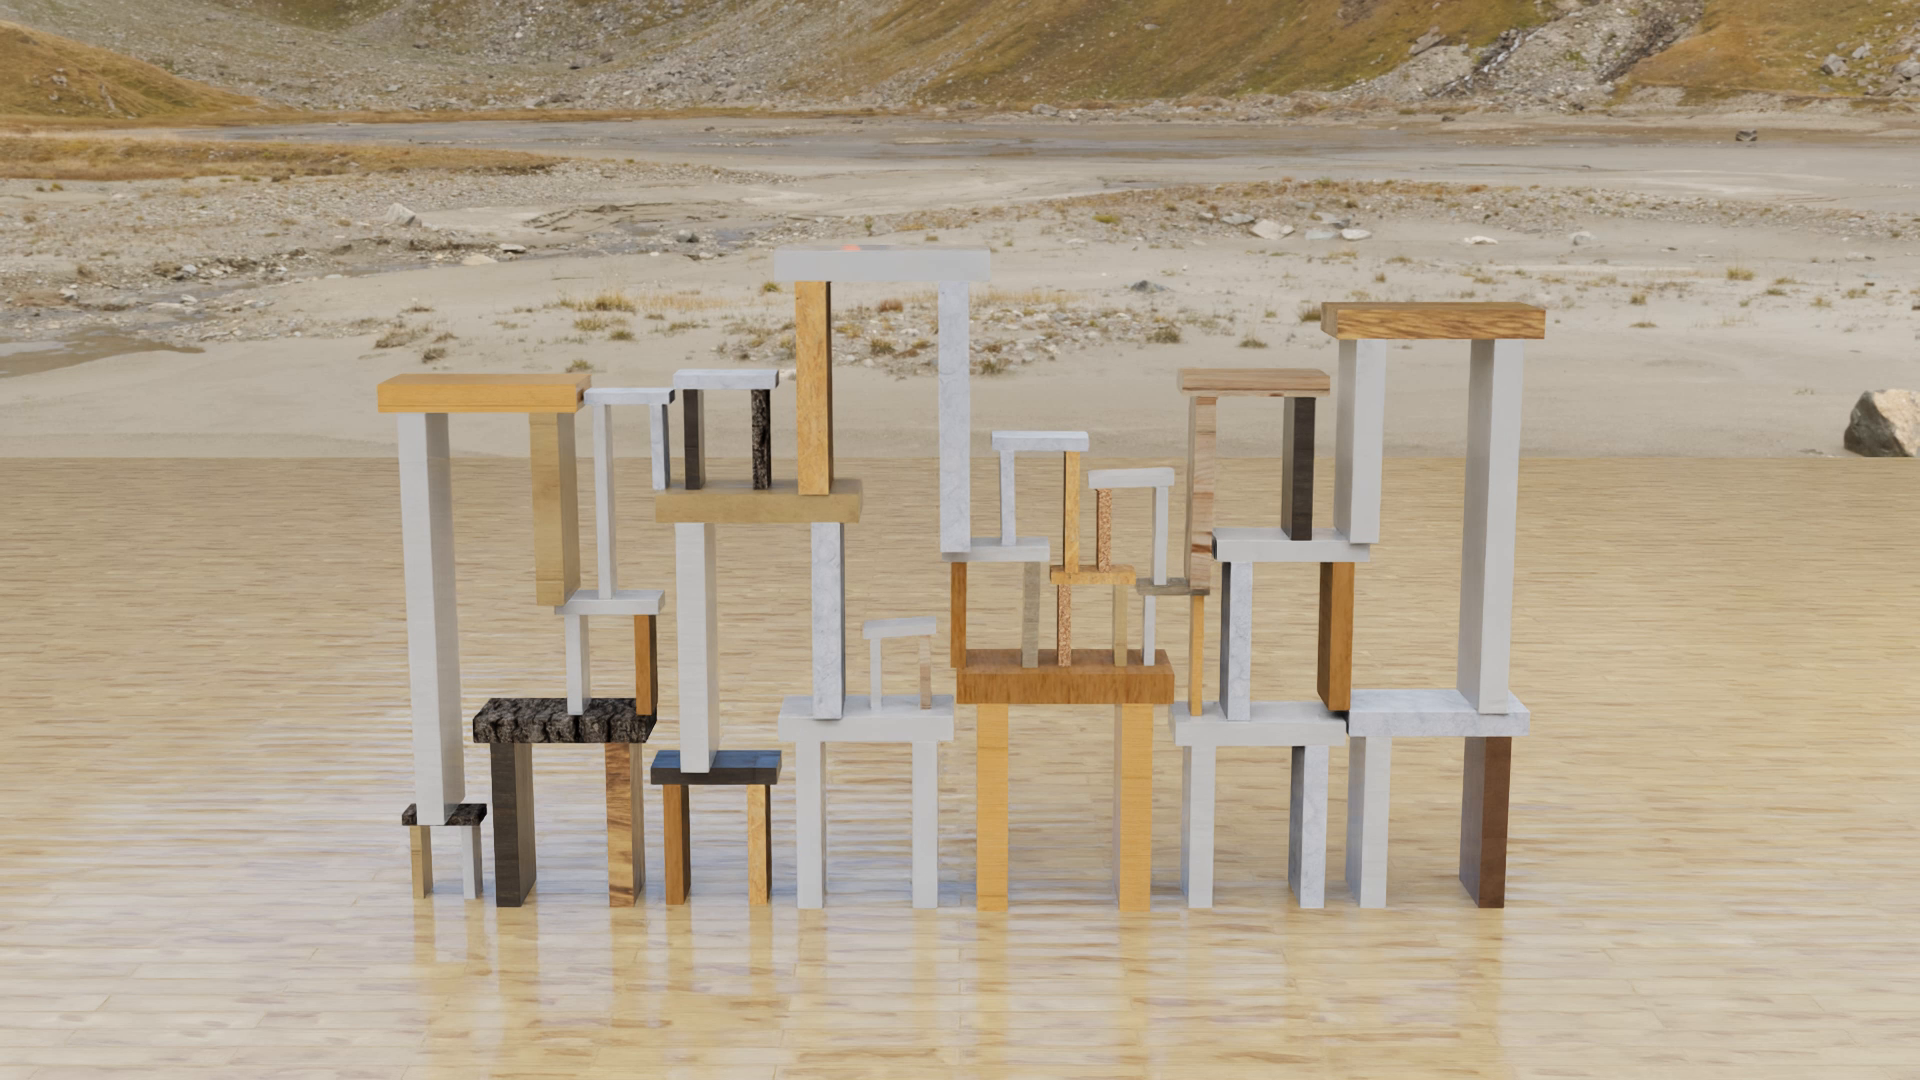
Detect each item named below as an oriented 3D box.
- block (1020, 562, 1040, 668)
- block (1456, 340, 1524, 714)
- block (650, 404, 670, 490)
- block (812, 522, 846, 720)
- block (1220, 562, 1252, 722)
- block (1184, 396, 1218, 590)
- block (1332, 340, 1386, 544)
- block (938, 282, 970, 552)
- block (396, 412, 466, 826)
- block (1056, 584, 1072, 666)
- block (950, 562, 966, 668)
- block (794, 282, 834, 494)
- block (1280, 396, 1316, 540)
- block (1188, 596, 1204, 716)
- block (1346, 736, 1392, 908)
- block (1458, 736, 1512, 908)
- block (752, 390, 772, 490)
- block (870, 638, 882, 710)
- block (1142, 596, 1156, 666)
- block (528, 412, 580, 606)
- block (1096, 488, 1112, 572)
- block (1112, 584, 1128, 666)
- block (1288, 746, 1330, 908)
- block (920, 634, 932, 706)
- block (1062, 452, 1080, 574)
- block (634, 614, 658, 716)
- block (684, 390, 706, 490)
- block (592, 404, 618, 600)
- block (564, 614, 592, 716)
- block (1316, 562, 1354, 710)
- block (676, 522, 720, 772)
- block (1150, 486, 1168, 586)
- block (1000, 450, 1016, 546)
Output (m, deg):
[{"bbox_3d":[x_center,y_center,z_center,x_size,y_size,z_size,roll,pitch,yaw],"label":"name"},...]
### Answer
[{"bbox_3d":[0.115,0.113,3.582,0.025,0.174,0.087,1,11,0],"label":"block"},{"bbox_3d":[0.855,-0.032,3.554,0.046,0.601,0.161,0,11,0],"label":"block"},{"bbox_3d":[-0.481,-0.154,3.530,0.019,0.136,0.068,-1,10,0],"label":"block"},{"bbox_3d":[-0.213,0.115,3.579,0.045,0.320,0.160,0,11,-1],"label":"block"},{"bbox_3d":[0.450,0.153,3.587,0.035,0.262,0.122,0,11,0],"label":"block"},{"bbox_3d":[0.387,-0.084,3.543,0.033,0.310,0.115,1,12,0],"label":"block"},{"bbox_3d":[0.640,-0.168,3.528,0.046,0.322,0.161,0,11,0],"label":"block"},{"bbox_3d":[-0.008,-0.206,3.520,0.047,0.426,0.167,0,11,0],"label":"block"},{"bbox_3d":[-0.859,0.117,3.578,0.044,0.673,0.155,0,11,0],"label":"block"},{"bbox_3d":[0.169,0.132,3.585,0.019,0.136,0.068,0,11,0],"label":"block"},{"bbox_3d":[-0.002,0.113,3.581,0.025,0.174,0.087,0,11,0],"label":"block"},{"bbox_3d":[-0.232,-0.251,3.509,0.047,0.334,0.167,0,11,-1],"label":"block"},{"bbox_3d":[0.543,-0.122,3.532,0.033,0.230,0.115,0,11,0],"label":"block"},{"bbox_3d":[0.386,0.183,3.594,0.016,0.200,0.058,0,10,0],"label":"block"},{"bbox_3d":[0.676,0.447,3.645,0.041,0.291,0.145,0,10,0],"label":"block"},{"bbox_3d":[0.870,0.447,3.645,0.041,0.291,0.145,0,11,0],"label":"block"},{"bbox_3d":[-0.318,-0.166,3.528,0.023,0.161,0.081,0,11,0],"label":"block"},{"bbox_3d":[-0.137,0.212,3.603,0.017,0.119,0.059,0,12,0],"label":"block"},{"bbox_3d":[0.307,0.142,3.586,0.016,0.116,0.058,0,11,0],"label":"block"},{"bbox_3d":[-0.652,-0.062,3.547,0.044,0.310,0.155,0,11,0],"label":"block"},{"bbox_3d":[0.232,-0.021,3.556,0.019,0.137,0.068,0,11,0],"label":"block"},{"bbox_3d":[0.260,0.132,3.585,0.019,0.136,0.068,0,11,0],"label":"block"},{"bbox_3d":[0.577,0.455,3.644,0.039,0.275,0.137,0,11,0],"label":"block"},{"bbox_3d":[-0.057,0.207,3.601,0.017,0.119,0.059,-1,10,0],"label":"block"},{"bbox_3d":[0.179,-0.051,3.552,0.022,0.197,0.077,0,11,0],"label":"block"},{"bbox_3d":[-0.513,0.195,3.599,0.024,0.167,0.084,0,11,0],"label":"block"},{"bbox_3d":[-0.426,-0.166,3.528,0.023,0.161,0.081,0,11,0],"label":"block"},{"bbox_3d":[-0.573,-0.066,3.548,0.019,0.316,0.068,0,10,0],"label":"block"},{"bbox_3d":[-0.625,0.195,3.599,0.024,0.167,0.084,0,11,0],"label":"block"},{"bbox_3d":[0.612,0.144,3.586,0.035,0.244,0.122,0,11,0],"label":"block"},{"bbox_3d":[-0.427,0.159,3.586,0.045,0.409,0.160,0,11,0],"label":"block"},{"bbox_3d":[0.322,-0.012,3.549,0.019,0.159,0.068,1,10,0],"label":"block"},{"bbox_3d":[0.077,-0.073,3.547,0.022,0.154,0.077,-1,10,1],"label":"block"}]
